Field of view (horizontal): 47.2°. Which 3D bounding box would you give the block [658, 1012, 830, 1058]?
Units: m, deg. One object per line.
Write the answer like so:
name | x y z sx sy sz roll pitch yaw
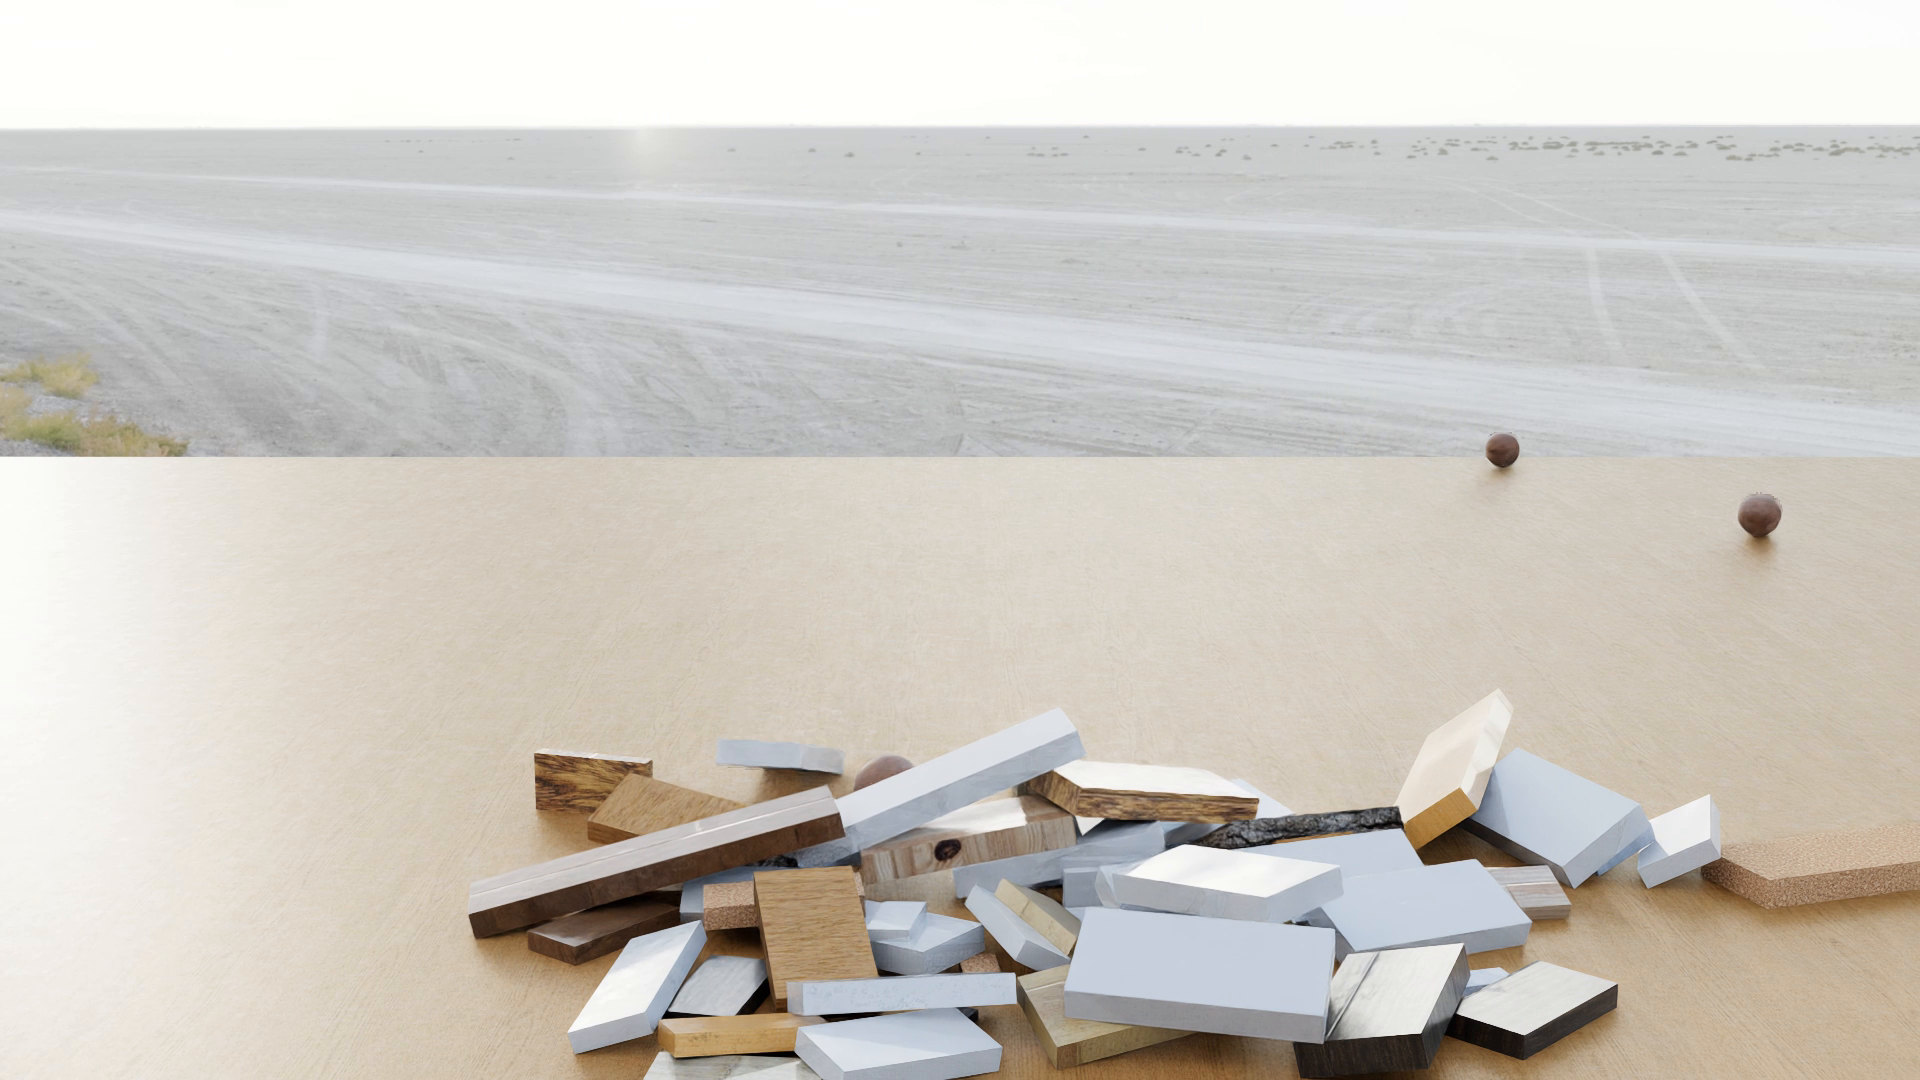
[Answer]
block | -0.294 0.676 3.011 0.220 0.031 0.110 1 -2 -20

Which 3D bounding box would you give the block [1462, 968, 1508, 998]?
block | 0.766 0.657 3.265 0.110 0.016 0.055 -3 11 -16

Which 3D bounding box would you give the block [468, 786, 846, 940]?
block | -0.493 0.520 3.573 0.604 0.043 0.152 -15 13 -8

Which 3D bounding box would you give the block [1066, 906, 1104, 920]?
block | 0.212 0.608 3.510 0.153 0.022 0.077 -2 11 -10

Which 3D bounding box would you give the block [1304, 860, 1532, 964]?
block | 0.709 0.585 3.430 0.321 0.046 0.161 -4 31 -22

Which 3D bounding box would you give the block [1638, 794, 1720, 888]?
block | 1.240 0.517 3.791 0.130 0.037 0.261 -29 0 21

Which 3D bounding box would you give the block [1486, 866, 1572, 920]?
block | 0.878 0.577 3.573 0.199 0.028 0.099 -2 31 -10

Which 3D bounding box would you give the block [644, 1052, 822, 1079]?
block | -0.296 0.718 2.893 0.231 0.033 0.116 1 11 6

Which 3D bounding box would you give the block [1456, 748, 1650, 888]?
block | 1.026 0.483 3.861 0.176 0.050 0.353 -36 21 -11

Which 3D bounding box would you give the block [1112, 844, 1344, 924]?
block | 0.397 0.515 3.292 0.161 0.046 0.321 -14 8 -38

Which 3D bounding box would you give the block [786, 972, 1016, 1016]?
block | -0.084 0.634 3.078 0.297 0.042 0.148 0 -10 -13

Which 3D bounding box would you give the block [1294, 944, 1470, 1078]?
block | 0.595 0.655 3.075 0.175 0.049 0.349 -11 6 23

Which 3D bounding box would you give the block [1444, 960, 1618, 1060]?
block | 0.816 0.669 3.142 0.131 0.037 0.261 10 15 43

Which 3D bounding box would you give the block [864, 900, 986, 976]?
block | -0.125 0.610 3.399 0.297 0.042 0.149 4 11 38

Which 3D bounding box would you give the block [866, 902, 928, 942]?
block | -0.097 0.583 3.364 0.067 0.019 0.134 -1 9 11

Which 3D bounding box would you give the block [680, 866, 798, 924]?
block | -0.351 0.574 3.556 0.193 0.027 0.096 0 41 2

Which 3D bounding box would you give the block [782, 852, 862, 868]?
block | -0.342 0.543 3.839 0.439 0.031 0.110 -1 11 -7

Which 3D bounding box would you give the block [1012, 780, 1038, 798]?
block | 0.143 0.461 3.813 0.100 0.200 0.028 -3 11 -15

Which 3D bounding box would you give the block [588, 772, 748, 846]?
block | -0.472 0.497 3.799 0.303 0.043 0.152 13 31 17

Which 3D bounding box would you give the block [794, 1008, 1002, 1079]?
block | -0.082 0.684 2.952 0.249 0.035 0.125 0 16 -34

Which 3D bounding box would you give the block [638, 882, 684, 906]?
block | -0.514 0.579 3.653 0.193 0.027 0.096 0 11 0

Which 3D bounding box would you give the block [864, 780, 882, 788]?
block | -0.125 0.484 4.198 0.112 0.016 0.056 8 13 38

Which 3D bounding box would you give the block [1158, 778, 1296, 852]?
block | 0.390 0.507 3.855 0.353 0.050 0.176 -10 19 -24

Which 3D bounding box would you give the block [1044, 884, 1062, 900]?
block | 0.218 0.579 3.665 0.154 0.022 0.077 0 9 0

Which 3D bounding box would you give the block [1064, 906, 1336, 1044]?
block | 0.332 0.596 3.025 0.349 0.049 0.175 3 31 14

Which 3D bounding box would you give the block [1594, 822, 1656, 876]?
block | 1.086 0.508 3.886 0.131 0.037 0.261 -27 20 -18

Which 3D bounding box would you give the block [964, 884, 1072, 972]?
block | 0.103 0.603 3.341 0.125 0.035 0.249 29 1 -20

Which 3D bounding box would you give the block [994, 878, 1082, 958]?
block | 0.153 0.592 3.368 0.110 0.031 0.220 28 1 -34

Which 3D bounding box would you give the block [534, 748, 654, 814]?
block | -0.682 0.455 4.096 0.229 0.110 0.031 3 11 18

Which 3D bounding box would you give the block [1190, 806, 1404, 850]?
block | 0.571 0.508 3.741 0.327 0.046 0.163 -2 -20 -23

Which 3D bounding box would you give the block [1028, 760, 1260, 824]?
block | 0.311 0.427 3.724 0.349 0.049 0.175 7 8 -26

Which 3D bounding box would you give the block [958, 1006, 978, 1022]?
block | -0.026 0.685 3.110 0.056 0.016 0.113 6 12 28

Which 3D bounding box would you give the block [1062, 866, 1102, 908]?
block | 0.244 0.570 3.569 0.153 0.077 0.022 -1 11 -8

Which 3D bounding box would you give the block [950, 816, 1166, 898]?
block | 0.157 0.516 3.672 0.349 0.049 0.175 -10 9 -3

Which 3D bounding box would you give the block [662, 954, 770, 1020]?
block | -0.346 0.662 3.199 0.110 0.031 0.220 2 11 13

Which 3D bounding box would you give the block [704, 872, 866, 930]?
block | -0.278 0.568 3.464 0.249 0.035 0.125 -4 8 -6

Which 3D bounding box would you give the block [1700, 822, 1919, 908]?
block | 1.601 0.545 3.773 0.647 0.049 0.175 -3 11 -18

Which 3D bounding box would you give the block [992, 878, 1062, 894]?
block | 0.096 0.565 3.662 0.154 0.022 0.077 -10 9 -3

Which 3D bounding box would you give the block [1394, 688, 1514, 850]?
block | 0.919 0.430 4.120 0.176 0.050 0.717 -38 -3 21

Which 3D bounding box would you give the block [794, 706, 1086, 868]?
block | -0.043 0.417 3.684 0.505 0.046 0.163 -22 12 -4

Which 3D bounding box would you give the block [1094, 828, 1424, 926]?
block | 0.495 0.562 3.496 0.544 0.046 0.161 -4 40 -20

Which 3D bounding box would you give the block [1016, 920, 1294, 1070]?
block | 0.301 0.628 3.088 0.415 0.042 0.149 -11 32 -17

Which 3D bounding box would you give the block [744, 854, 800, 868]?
block | -0.349 0.547 3.647 0.193 0.027 0.096 16 29 14

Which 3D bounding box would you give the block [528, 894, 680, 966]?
block | -0.560 0.612 3.465 0.110 0.031 0.220 8 13 38

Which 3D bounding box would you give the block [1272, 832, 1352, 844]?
block | 0.575 0.505 3.633 0.134 0.019 0.067 -5 -19 -15

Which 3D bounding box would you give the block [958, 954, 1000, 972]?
block | 0.031 0.650 3.301 0.056 0.016 0.113 -2 11 -6

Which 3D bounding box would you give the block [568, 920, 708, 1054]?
block | -0.463 0.644 3.195 0.116 0.033 0.360 -16 8 8

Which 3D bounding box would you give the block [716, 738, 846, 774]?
block | -0.340 0.415 4.215 0.163 0.046 0.327 2 -7 11

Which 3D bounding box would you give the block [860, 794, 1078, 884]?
block | 0.011 0.492 3.662 0.349 0.049 0.175 -11 9 -2

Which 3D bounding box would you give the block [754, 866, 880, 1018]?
block | -0.216 0.597 3.273 0.152 0.043 0.303 -2 28 -11
